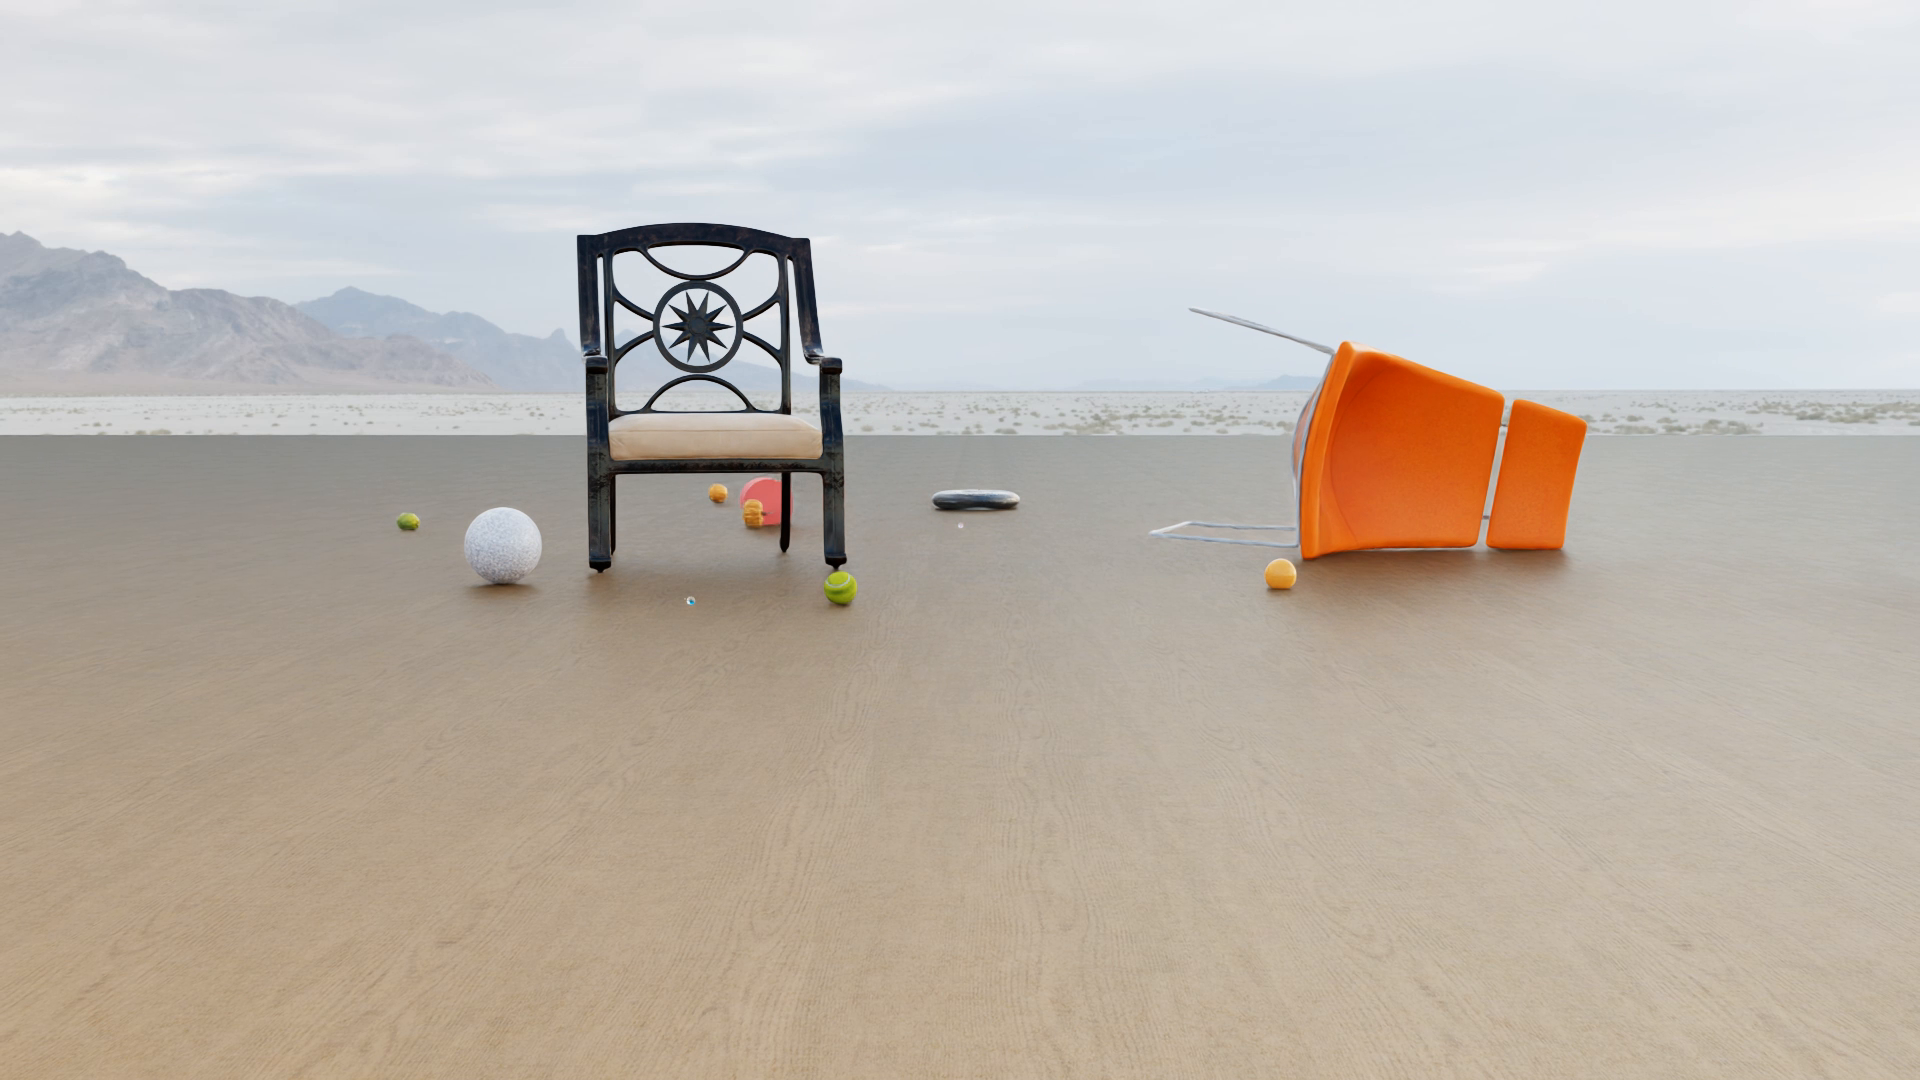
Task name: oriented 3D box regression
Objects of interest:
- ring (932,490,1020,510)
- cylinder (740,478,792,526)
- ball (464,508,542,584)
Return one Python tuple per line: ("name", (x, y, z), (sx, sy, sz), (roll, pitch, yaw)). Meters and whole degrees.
("ring", (0.060, -0.153, 8.301), (0.314, 0.066, 0.389), (3, 4, 30))
("cylinder", (-0.650, -0.131, 7.346), (0.158, 0.152, 0.190), (-6, 5, -10))
("ball", (-1.053, 0.013, 5.067), (0.177, 0.177, 0.177), (0, 4, 0))
